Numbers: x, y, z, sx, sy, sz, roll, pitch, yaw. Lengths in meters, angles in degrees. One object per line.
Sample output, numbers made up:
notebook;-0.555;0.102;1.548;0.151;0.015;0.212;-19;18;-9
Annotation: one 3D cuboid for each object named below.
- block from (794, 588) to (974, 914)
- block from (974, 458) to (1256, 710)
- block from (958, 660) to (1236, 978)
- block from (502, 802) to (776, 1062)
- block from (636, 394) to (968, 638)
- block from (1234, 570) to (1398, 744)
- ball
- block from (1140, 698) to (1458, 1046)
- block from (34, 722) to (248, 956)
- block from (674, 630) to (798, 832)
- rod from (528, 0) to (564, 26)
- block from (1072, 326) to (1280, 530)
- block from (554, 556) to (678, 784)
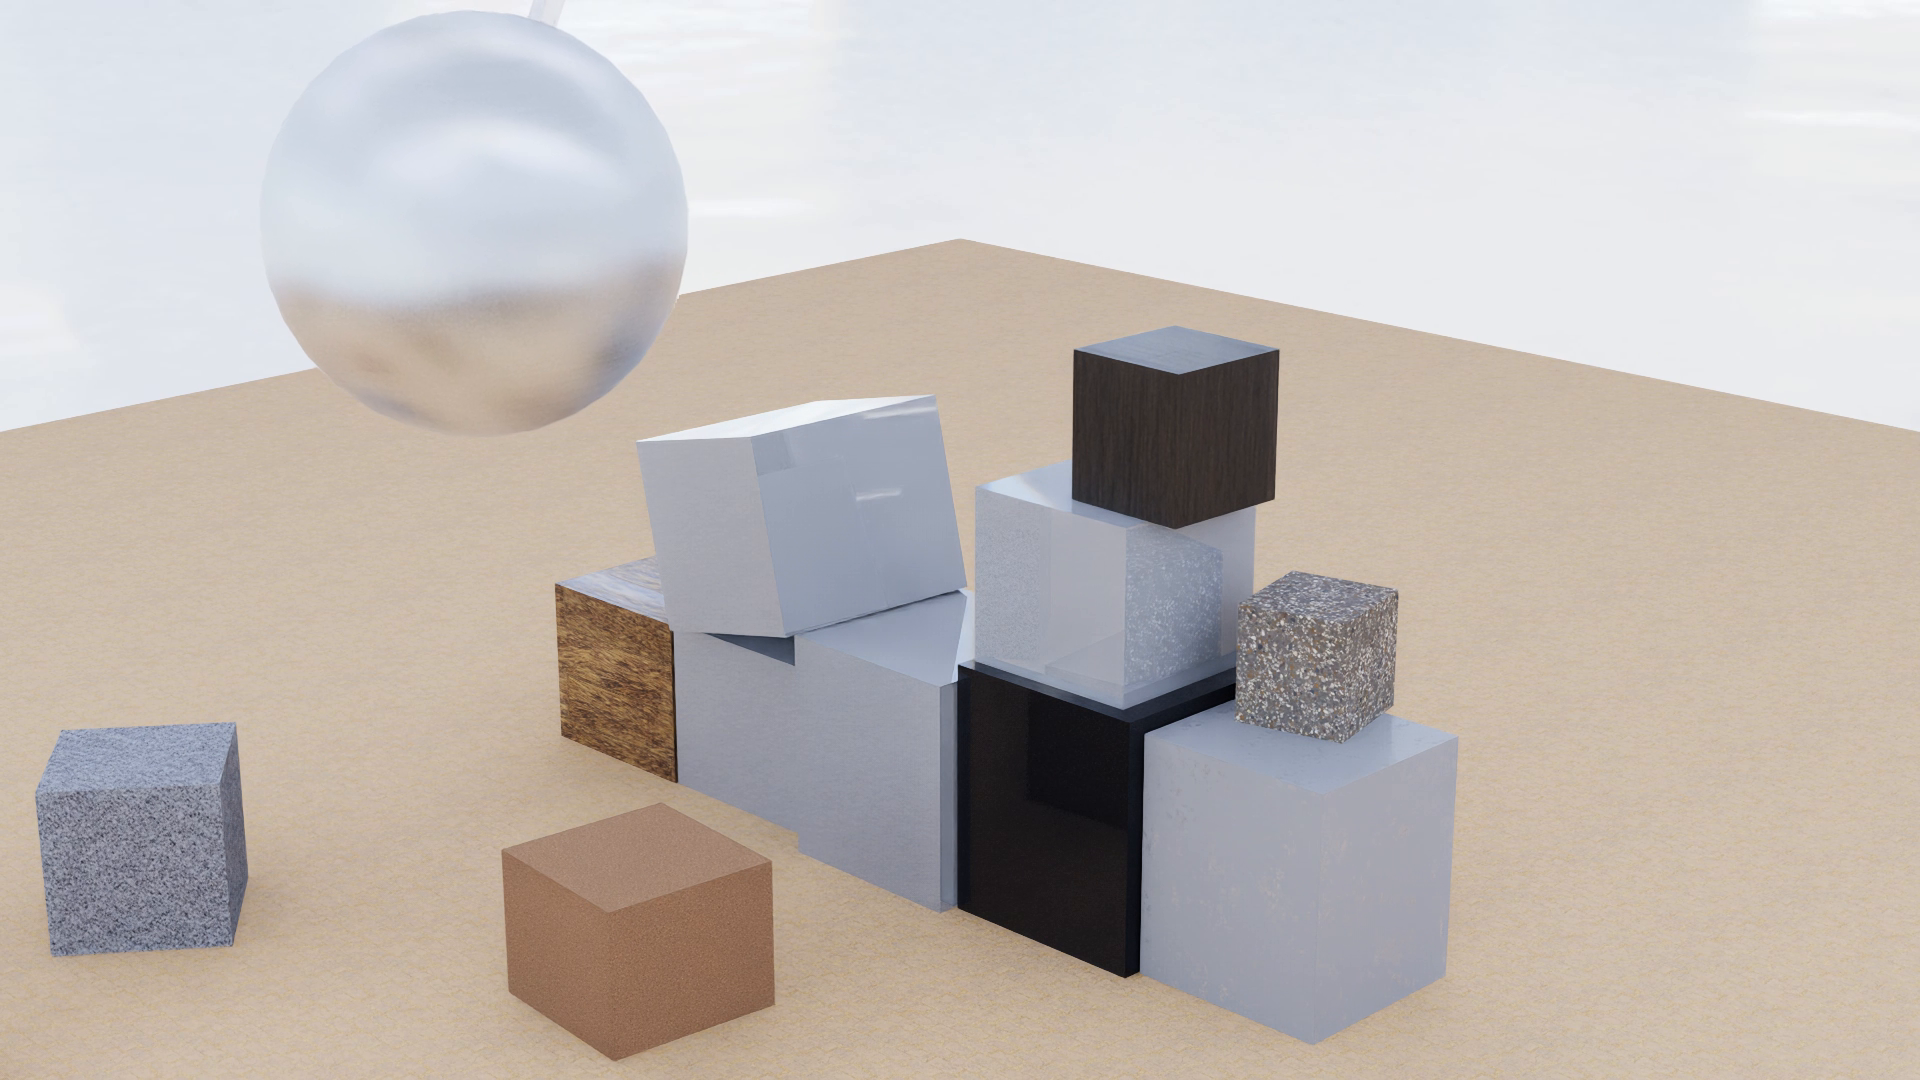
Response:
block;-0.056;0.941;13.559;1.022;1.074;0.955;-16;24;-42
block;0.668;0.150;12.682;0.862;0.793;0.845;16;24;42
block;0.712;1.090;12.944;1.040;1.159;1.004;-17;24;-42
block;-1.332;1.605;12.153;0.794;0.650;0.806;-14;22;-37
block;-0.758;-0.125;13.999;1.061;0.929;1.008;-15;9;-36
block;1.497;0.484;12.298;0.491;0.520;0.520;10;20;30
ball;-1.823;-1.187;11.057;1.600;1.600;1.600;0;17;0
block;1.414;1.327;12.302;0.901;1.091;0.935;-17;24;-42
block;-3.587;1.307;12.918;0.763;0.760;0.746;-2;18;-7
block;-0.698;0.815;14.348;0.927;0.843;1.045;-17;24;-42
rod;-0.790;-4.425;11.123;0.080;5.200;0.080;17;-1;42
block;0.901;-0.482;12.284;0.623;0.652;0.591;-16;23;-41
block;-1.397;0.611;15.019;0.951;0.829;0.915;-17;24;-42
